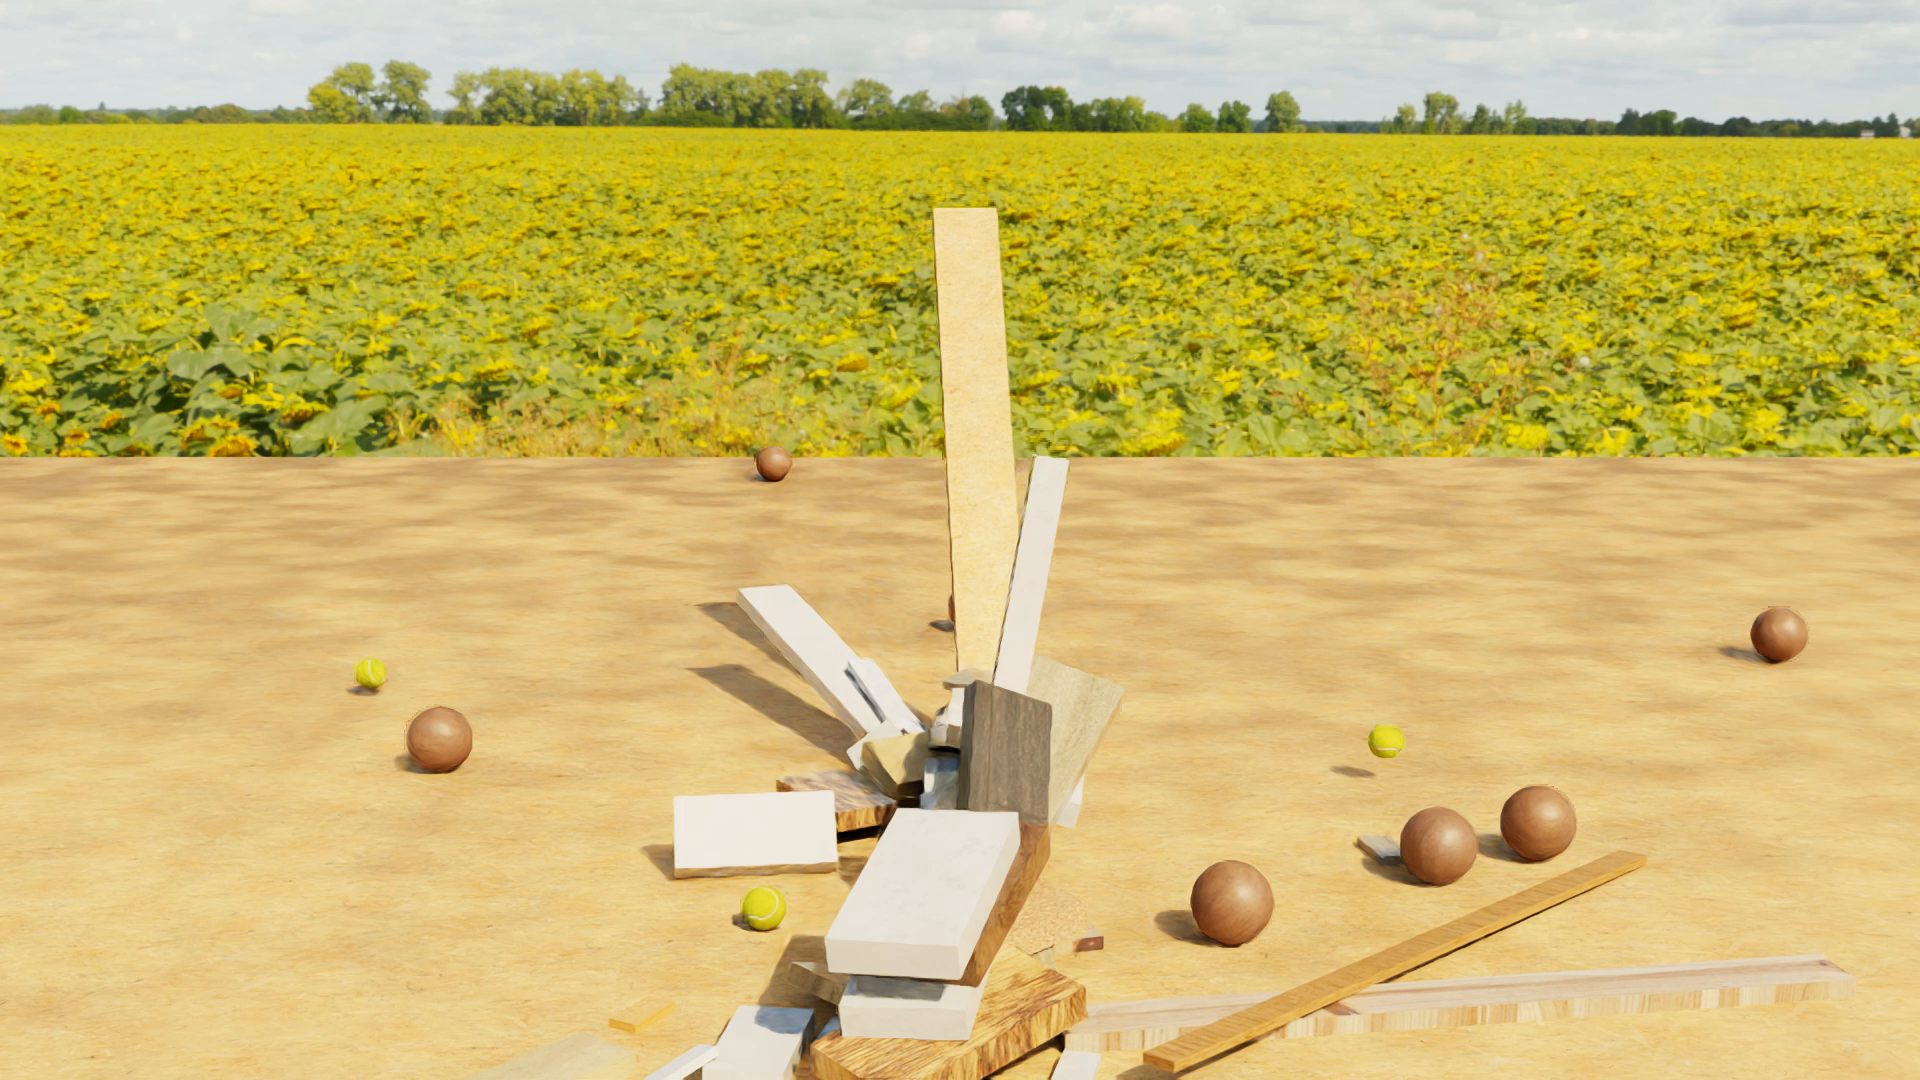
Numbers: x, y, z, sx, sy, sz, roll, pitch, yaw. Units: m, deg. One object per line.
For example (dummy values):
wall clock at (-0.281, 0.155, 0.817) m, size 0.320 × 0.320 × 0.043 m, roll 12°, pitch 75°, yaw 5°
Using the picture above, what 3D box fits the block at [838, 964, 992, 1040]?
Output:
block at (-0.044, 0.573, 3.047) m, size 0.171 × 0.048 × 0.341 m, roll -1°, pitch 21°, yaw 11°

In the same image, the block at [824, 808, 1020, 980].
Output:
block at (-0.045, 0.478, 3.014) m, size 0.179 × 0.051 × 0.358 m, roll 0°, pitch 22°, yaw 15°

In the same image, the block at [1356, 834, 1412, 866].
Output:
block at (0.746, 0.545, 3.866) m, size 0.057 × 0.016 × 0.114 m, roll -2°, pitch 11°, yaw -11°

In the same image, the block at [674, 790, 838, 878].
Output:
block at (-0.352, 0.506, 3.780) m, size 0.275 × 0.039 × 0.138 m, roll -1°, pitch 55°, yaw -7°

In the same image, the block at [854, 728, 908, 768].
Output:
block at (-0.153, 0.407, 4.269) m, size 0.109 × 0.015 × 0.054 m, roll -22°, pitch 36°, yaw 20°

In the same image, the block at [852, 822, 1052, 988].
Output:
block at (-0.008, 0.501, 3.088) m, size 0.179 × 0.051 × 0.358 m, roll 2°, pitch 22°, yaw 18°

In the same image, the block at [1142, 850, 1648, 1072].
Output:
block at (0.716, 0.618, 3.355) m, size 0.052 × 0.015 × 1.322 m, roll 7°, pitch 10°, yaw 43°

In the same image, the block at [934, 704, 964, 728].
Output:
block at (0.030, 0.339, 4.076) m, size 0.135 × 0.038 × 0.269 m, roll 9°, pitch -8°, yaw -4°

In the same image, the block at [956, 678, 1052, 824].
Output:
block at (0.068, 0.360, 3.381) m, size 0.138 × 0.275 × 0.039 m, roll 20°, pitch -38°, yaw -22°

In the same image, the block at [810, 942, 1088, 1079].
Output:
block at (-0.012, 0.659, 2.953) m, size 0.341 × 0.048 × 0.171 m, roll -21°, pitch 27°, yaw -36°

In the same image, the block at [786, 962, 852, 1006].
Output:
block at (-0.149, 0.650, 3.167) m, size 0.103 × 0.029 × 0.206 m, roll 12°, pitch -1°, yaw -38°

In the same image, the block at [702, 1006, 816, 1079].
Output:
block at (-0.273, 0.696, 3.012) m, size 0.108 × 0.031 × 0.217 m, roll 1°, pitch 11°, yaw 7°

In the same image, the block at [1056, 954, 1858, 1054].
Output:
block at (0.722, 0.667, 3.174) m, size 1.188 × 0.029 × 0.103 m, roll -2°, pitch 11°, yaw -10°

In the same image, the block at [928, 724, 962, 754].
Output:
block at (0.026, 0.371, 4.024) m, size 0.135 × 0.038 × 0.271 m, roll 9°, pitch -8°, yaw -6°

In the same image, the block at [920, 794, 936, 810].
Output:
block at (0.000, 0.514, 3.714) m, size 0.135 × 0.038 × 0.271 m, roll -1°, pitch 24°, yaw 0°

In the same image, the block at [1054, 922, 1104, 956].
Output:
block at (0.137, 0.623, 3.430) m, size 0.157 × 0.022 × 0.078 m, roll -3°, pitch 11°, yaw -17°

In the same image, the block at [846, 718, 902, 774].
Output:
block at (-0.163, 0.396, 4.244) m, size 0.109 × 0.015 × 0.054 m, roll -38°, pitch 48°, yaw 2°

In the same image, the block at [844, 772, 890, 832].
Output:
block at (-0.207, 0.490, 4.112) m, size 0.122 × 0.035 × 0.245 m, roll -3°, pitch 11°, yaw -14°

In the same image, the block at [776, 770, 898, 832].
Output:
block at (-0.226, 0.473, 4.012) m, size 0.122 × 0.035 × 0.245 m, roll -6°, pitch 12°, yaw -31°

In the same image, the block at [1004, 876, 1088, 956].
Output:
block at (0.009, 0.572, 3.193) m, size 0.320 × 0.045 × 0.160 m, roll -16°, pitch 21°, yaw -30°

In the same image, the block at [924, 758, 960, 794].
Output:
block at (0.004, 0.475, 3.888) m, size 0.135 × 0.038 × 0.271 m, roll -1°, pitch 28°, yaw 0°

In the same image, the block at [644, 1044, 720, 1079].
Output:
block at (-0.371, 0.702, 2.929) m, size 0.095 × 0.013 × 0.047 m, roll -27°, pitch 9°, yaw -36°

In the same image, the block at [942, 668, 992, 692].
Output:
block at (0.030, 0.272, 4.221) m, size 0.064 × 0.018 × 0.128 m, roll -28°, pitch 18°, yaw -34°

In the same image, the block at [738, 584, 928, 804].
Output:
block at (-0.235, 0.301, 4.581) m, size 0.122 × 0.035 × 0.986 m, roll -5°, pitch 23°, yaw -26°

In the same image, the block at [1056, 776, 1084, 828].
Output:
block at (0.130, 0.379, 3.747) m, size 0.160 × 0.045 × 0.320 m, roll 15°, pitch 20°, yaw 0°

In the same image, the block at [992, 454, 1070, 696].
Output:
block at (0.106, 0.093, 3.582) m, size 0.057 × 0.466 × 0.016 m, roll 7°, pitch 10°, yaw -17°

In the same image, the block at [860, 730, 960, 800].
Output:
block at (-0.038, 0.416, 4.159) m, size 0.269 × 0.038 × 0.135 m, roll -7°, pitch 34°, yaw -31°

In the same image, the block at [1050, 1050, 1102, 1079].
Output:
block at (0.156, 0.715, 2.953) m, size 0.052 × 0.015 × 0.104 m, roll 2°, pitch 11°, yaw 13°

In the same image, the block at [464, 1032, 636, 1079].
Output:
block at (-0.548, 0.714, 2.917) m, size 0.108 × 0.031 × 0.217 m, roll 9°, pitch 14°, yaw 39°

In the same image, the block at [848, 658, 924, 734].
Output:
block at (-0.110, 0.369, 4.349) m, size 0.054 × 0.015 × 0.573 m, roll -3°, pitch 24°, yaw -21°

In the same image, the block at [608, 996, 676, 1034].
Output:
block at (-0.455, 0.680, 3.150) m, size 0.047 × 0.013 × 0.095 m, roll 6°, pitch 12°, yaw 28°

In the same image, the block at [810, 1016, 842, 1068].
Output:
block at (-0.091, 0.696, 3.010) m, size 0.206 × 0.029 × 0.103 m, roll 3°, pitch 12°, yaw 13°

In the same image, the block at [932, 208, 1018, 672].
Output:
block at (0.043, -0.123, 4.537) m, size 0.138 × 1.296 × 0.039 m, roll -1°, pitch -24°, yaw -5°

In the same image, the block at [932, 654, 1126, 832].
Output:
block at (0.118, 0.359, 3.633) m, size 0.171 × 0.048 × 0.561 m, roll 21°, pitch 28°, yaw 10°

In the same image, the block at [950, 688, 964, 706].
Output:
block at (0.078, 0.319, 4.156) m, size 0.135 × 0.038 × 0.269 m, roll 7°, pitch -8°, yaw 13°

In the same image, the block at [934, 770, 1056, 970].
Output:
block at (0.048, 0.534, 3.454) m, size 0.160 × 0.045 × 0.758 m, roll -4°, pitch 18°, yaw -1°
